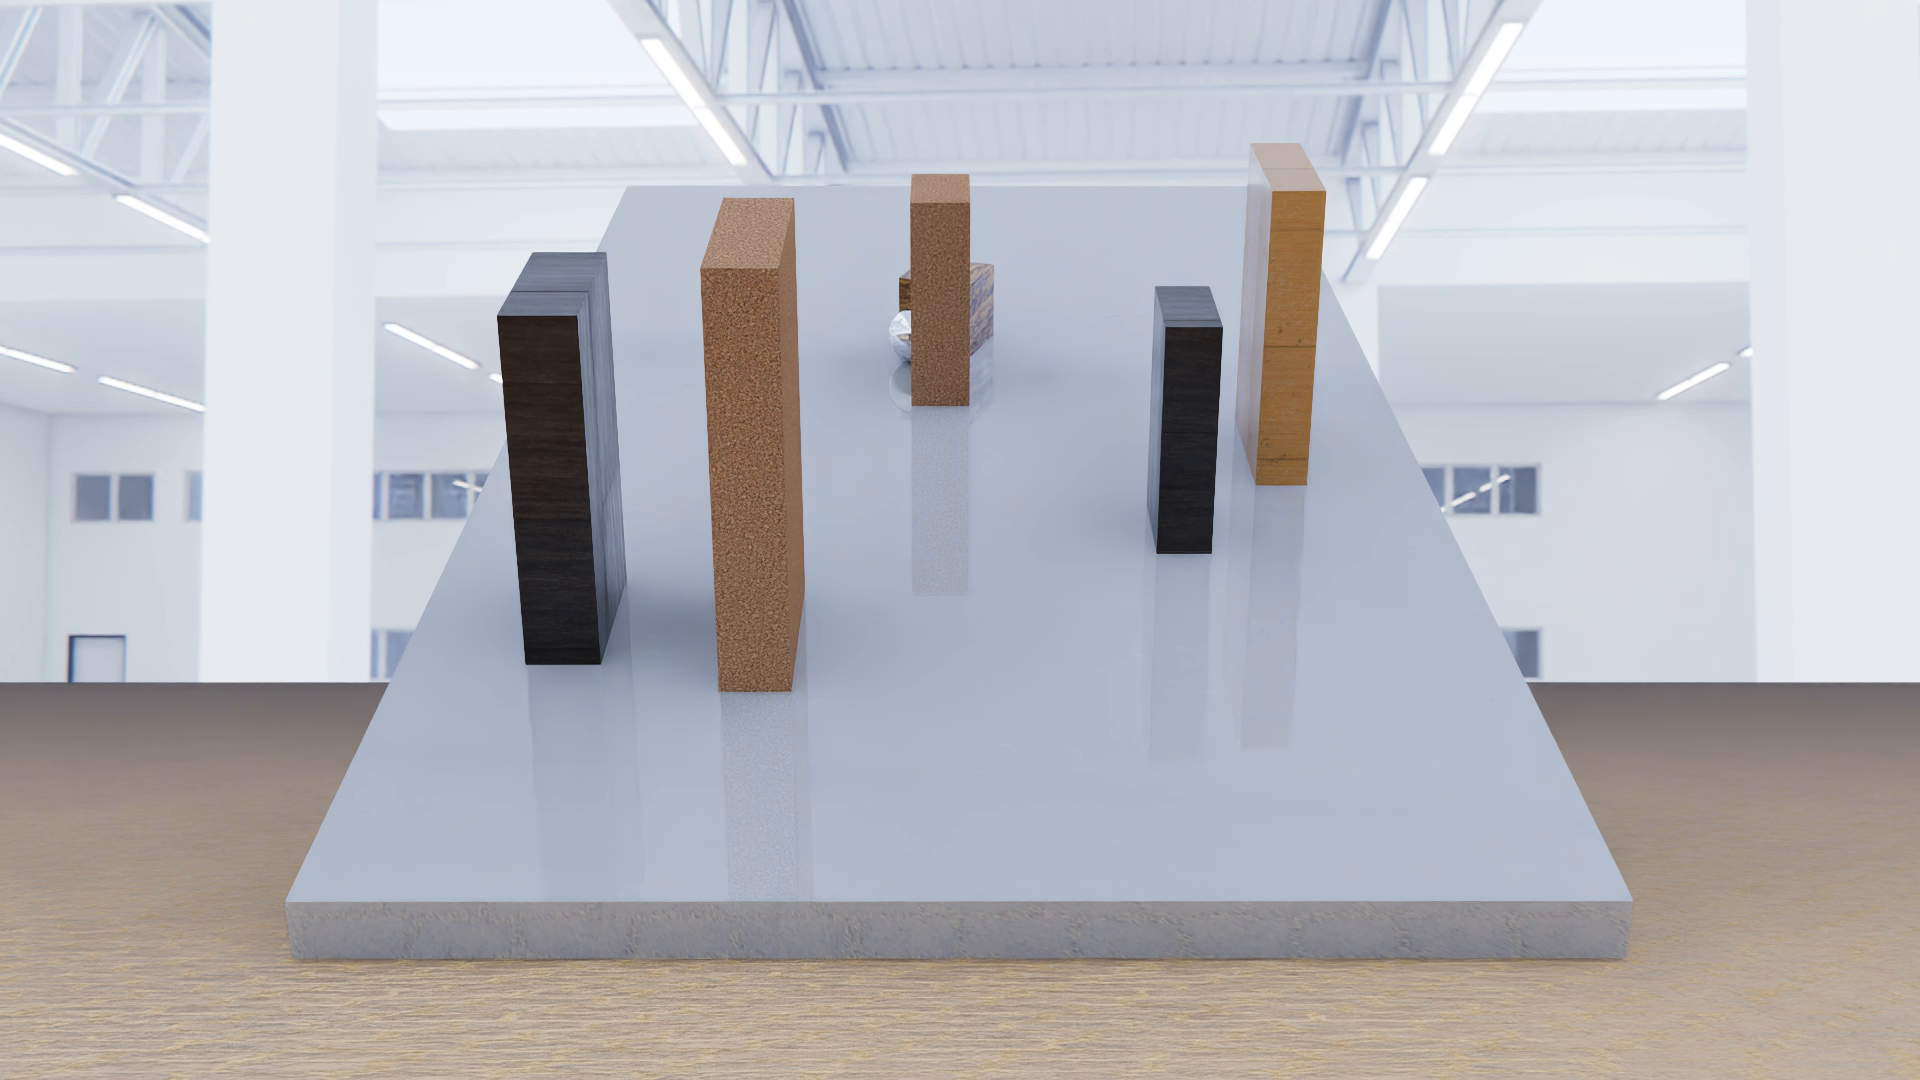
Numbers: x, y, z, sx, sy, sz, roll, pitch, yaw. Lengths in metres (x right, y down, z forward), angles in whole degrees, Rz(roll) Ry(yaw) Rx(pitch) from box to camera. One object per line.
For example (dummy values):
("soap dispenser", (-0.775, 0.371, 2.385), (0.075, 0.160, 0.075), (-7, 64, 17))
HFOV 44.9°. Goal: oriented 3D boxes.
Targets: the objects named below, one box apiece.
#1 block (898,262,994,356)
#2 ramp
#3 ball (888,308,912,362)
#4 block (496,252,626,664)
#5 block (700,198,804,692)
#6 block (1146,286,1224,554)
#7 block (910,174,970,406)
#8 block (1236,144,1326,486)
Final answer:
("block", (-0.032, -0.575, 5.731), (0.182, 0.182, 0.182), (8, 25, 18))
("ramp", (-0.008, -0.228, 5.295), (2.000, 0.100, 4.000), (0, 24, 0))
("ball", (-0.108, -0.495, 5.613), (0.131, 0.131, 0.131), (0, -3, 0))
("block", (-0.708, -0.150, 4.183), (0.135, 0.654, 0.364), (0, 24, 0))
("block", (-0.358, -0.172, 4.093), (0.126, 0.768, 0.423), (0, 24, 0))
("block", (0.443, -0.240, 4.618), (0.109, 0.471, 0.255), (0, 24, 0))
("block", (-0.045, -0.579, 5.370), (0.134, 0.481, 0.247), (0, 24, 0))
("block", (0.680, -0.486, 4.969), (0.109, 0.639, 0.386), (0, 24, 0))
